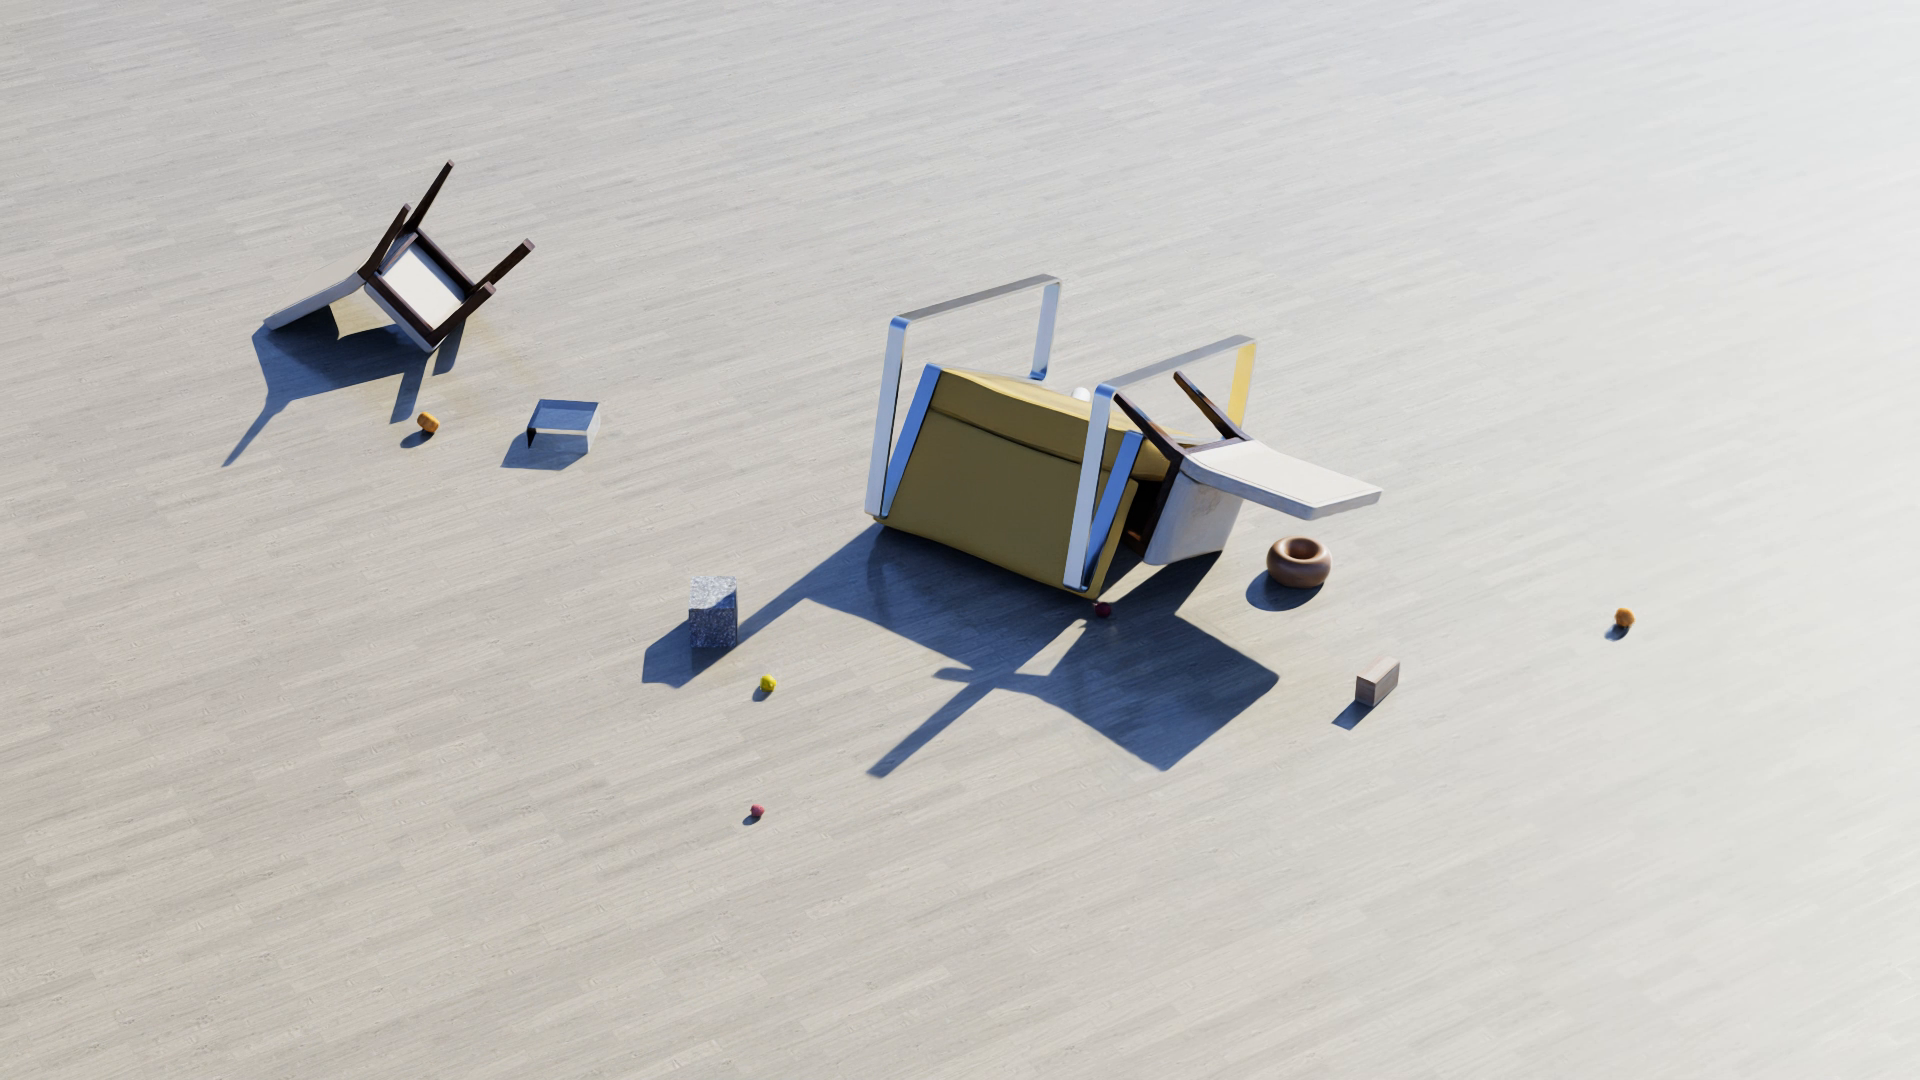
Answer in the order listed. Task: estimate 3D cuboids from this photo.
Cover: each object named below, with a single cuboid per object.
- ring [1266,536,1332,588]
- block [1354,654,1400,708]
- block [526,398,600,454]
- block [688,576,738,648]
[{"bbox_3d":[1.240,0.080,10.717,0.242,0.118,0.231,1,35,-1],"label":"ring"},{"bbox_3d":[1.440,0.484,10.116,0.076,0.103,0.163,23,40,31],"label":"block"},{"bbox_3d":[-1.558,-0.449,11.533,0.239,0.101,0.221,4,34,6],"label":"block"},{"bbox_3d":[-0.875,0.253,10.409,0.159,0.166,0.203,-1,33,-1],"label":"block"}]
